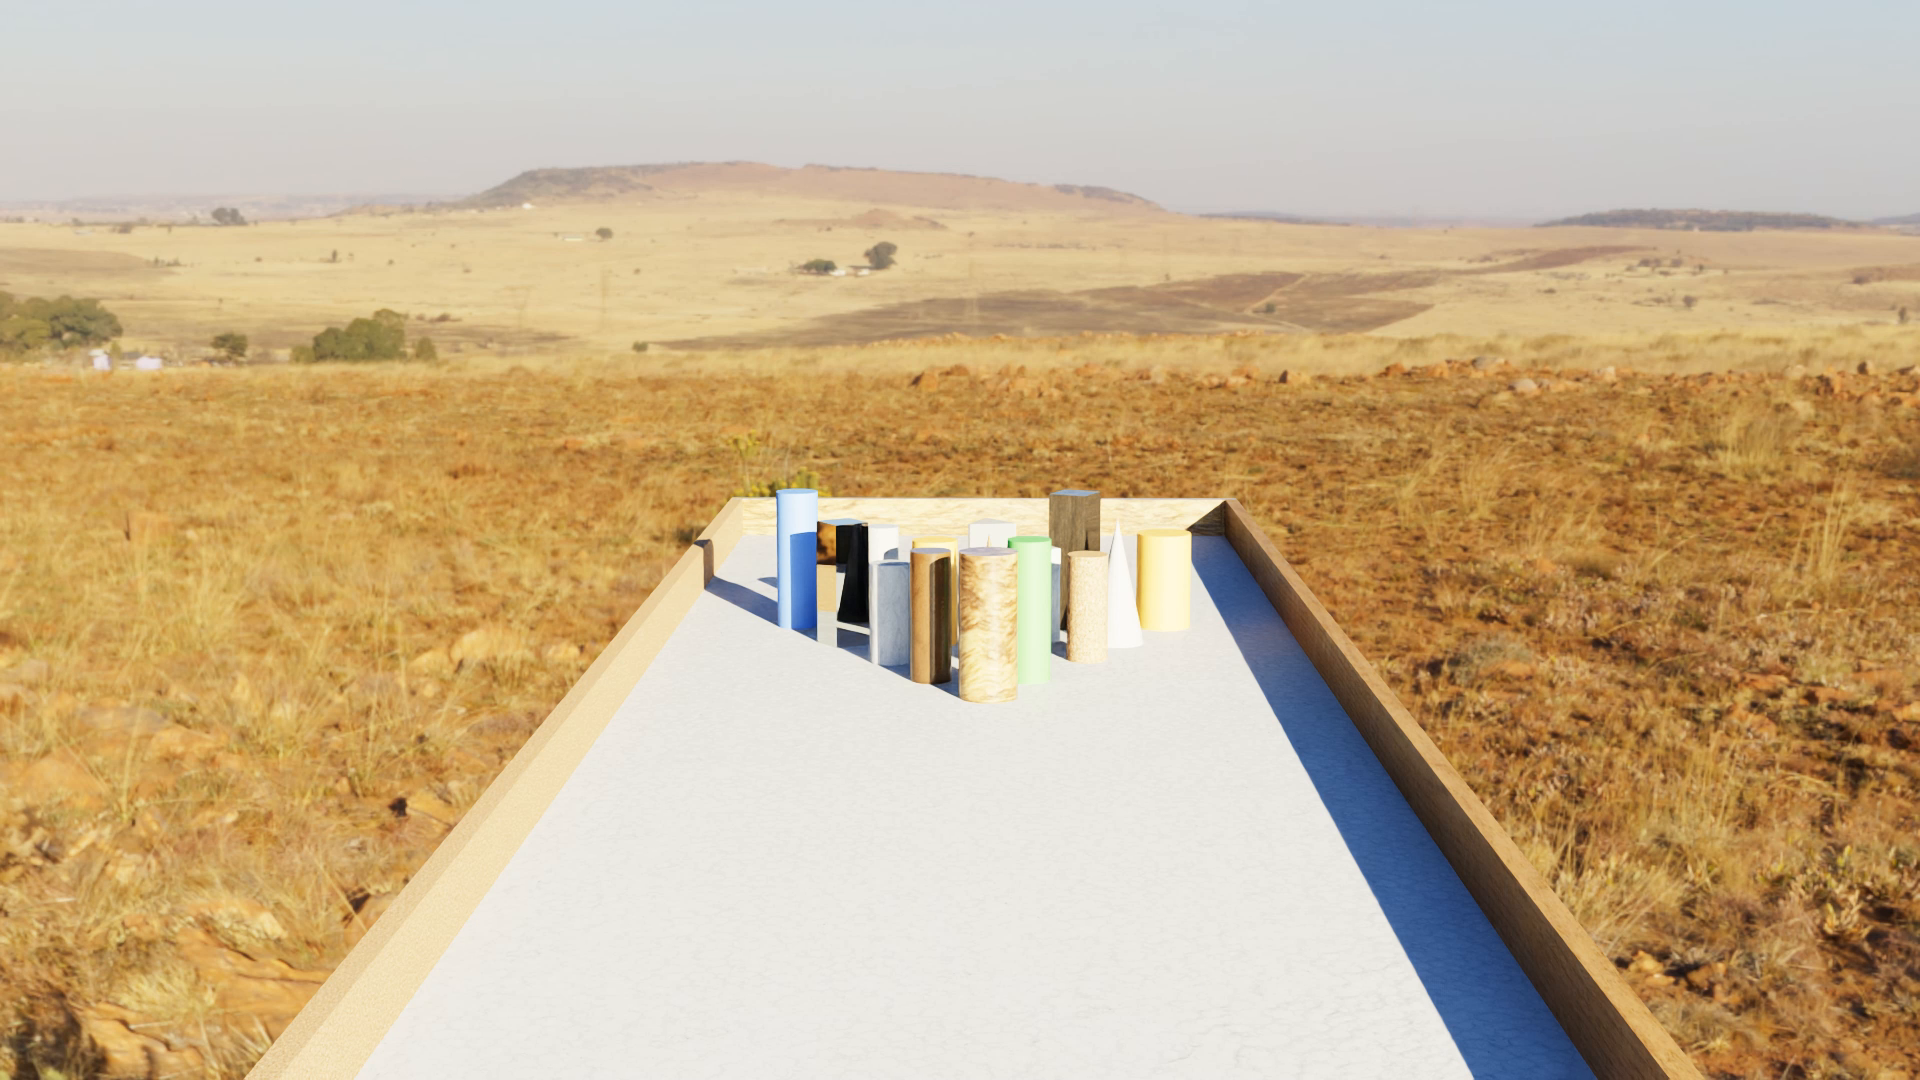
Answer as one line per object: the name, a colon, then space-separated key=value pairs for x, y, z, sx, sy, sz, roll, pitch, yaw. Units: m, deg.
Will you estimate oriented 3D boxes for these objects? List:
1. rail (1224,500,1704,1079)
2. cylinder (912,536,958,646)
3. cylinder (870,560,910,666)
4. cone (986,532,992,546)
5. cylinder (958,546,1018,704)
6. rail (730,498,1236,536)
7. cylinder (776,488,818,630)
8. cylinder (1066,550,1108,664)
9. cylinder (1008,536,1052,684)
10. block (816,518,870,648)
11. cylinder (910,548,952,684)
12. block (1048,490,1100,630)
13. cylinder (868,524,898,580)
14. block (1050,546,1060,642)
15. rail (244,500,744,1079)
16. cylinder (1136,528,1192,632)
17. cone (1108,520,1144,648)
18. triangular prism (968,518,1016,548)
rail: x=1.046 y=0.843 z=3.208 sx=0.050 sy=0.150 sz=12.000 roll=0 pitch=9 yaw=1
cylinder: x=-0.080 y=0.162 z=6.936 sx=0.143 sy=0.330 sz=0.143 roll=0 pitch=9 yaw=0
cylinder: x=-0.213 y=0.219 z=6.660 sx=0.123 sy=0.303 sz=0.123 roll=0 pitch=9 yaw=0
cone: x=0.088 y=0.169 z=6.693 sx=0.143 sy=0.391 sz=0.143 roll=0 pitch=9 yaw=0
cylinder: x=0.080 y=0.238 z=6.180 sx=0.167 sy=0.416 sz=0.167 roll=0 pitch=9 yaw=0
rail: x=0.099 y=-0.098 z=9.147 sx=2.100 sy=0.150 sz=0.050 roll=0 pitch=9 yaw=1
cylinder: x=-0.532 y=0.061 z=7.206 sx=0.136 sy=0.445 sz=0.136 roll=0 pitch=9 yaw=0
cylinder: x=0.388 y=0.203 z=6.690 sx=0.124 sy=0.325 sz=0.124 roll=0 pitch=9 yaw=0
cylinder: x=0.201 y=0.203 z=6.402 sx=0.128 sy=0.415 sz=0.128 roll=0 pitch=9 yaw=0
block: x=-0.368 y=0.134 z=6.920 sx=0.119 sy=0.389 sz=0.119 roll=-6 pitch=11 yaw=-33
cylinder: x=-0.085 y=0.219 z=6.401 sx=0.120 sy=0.383 sz=0.120 roll=0 pitch=9 yaw=0
block: x=0.374 y=0.066 z=7.177 sx=0.128 sy=0.444 sz=0.128 roll=4 pitch=10 yaw=26
cylinder: x=-0.255 y=0.121 z=7.177 sx=0.112 sy=0.336 sz=0.112 roll=0 pitch=9 yaw=0
block: x=0.249 y=0.171 z=6.969 sx=0.102 sy=0.300 sz=0.102 roll=-4 pitch=10 yaw=-26
rail: x=-1.004 y=0.839 z=3.234 sx=0.050 sy=0.150 sz=12.000 roll=0 pitch=9 yaw=1
cylinder: x=0.666 y=0.129 z=7.204 sx=0.177 sy=0.310 sz=0.177 roll=0 pitch=9 yaw=0
cone: x=0.495 y=0.127 z=6.932 sx=0.174 sy=0.399 sz=0.174 roll=0 pitch=9 yaw=0
triangular prism: x=0.096 y=0.110 z=7.195 sx=0.153 sy=0.350 sz=0.132 roll=-1 pitch=9 yaw=-7
